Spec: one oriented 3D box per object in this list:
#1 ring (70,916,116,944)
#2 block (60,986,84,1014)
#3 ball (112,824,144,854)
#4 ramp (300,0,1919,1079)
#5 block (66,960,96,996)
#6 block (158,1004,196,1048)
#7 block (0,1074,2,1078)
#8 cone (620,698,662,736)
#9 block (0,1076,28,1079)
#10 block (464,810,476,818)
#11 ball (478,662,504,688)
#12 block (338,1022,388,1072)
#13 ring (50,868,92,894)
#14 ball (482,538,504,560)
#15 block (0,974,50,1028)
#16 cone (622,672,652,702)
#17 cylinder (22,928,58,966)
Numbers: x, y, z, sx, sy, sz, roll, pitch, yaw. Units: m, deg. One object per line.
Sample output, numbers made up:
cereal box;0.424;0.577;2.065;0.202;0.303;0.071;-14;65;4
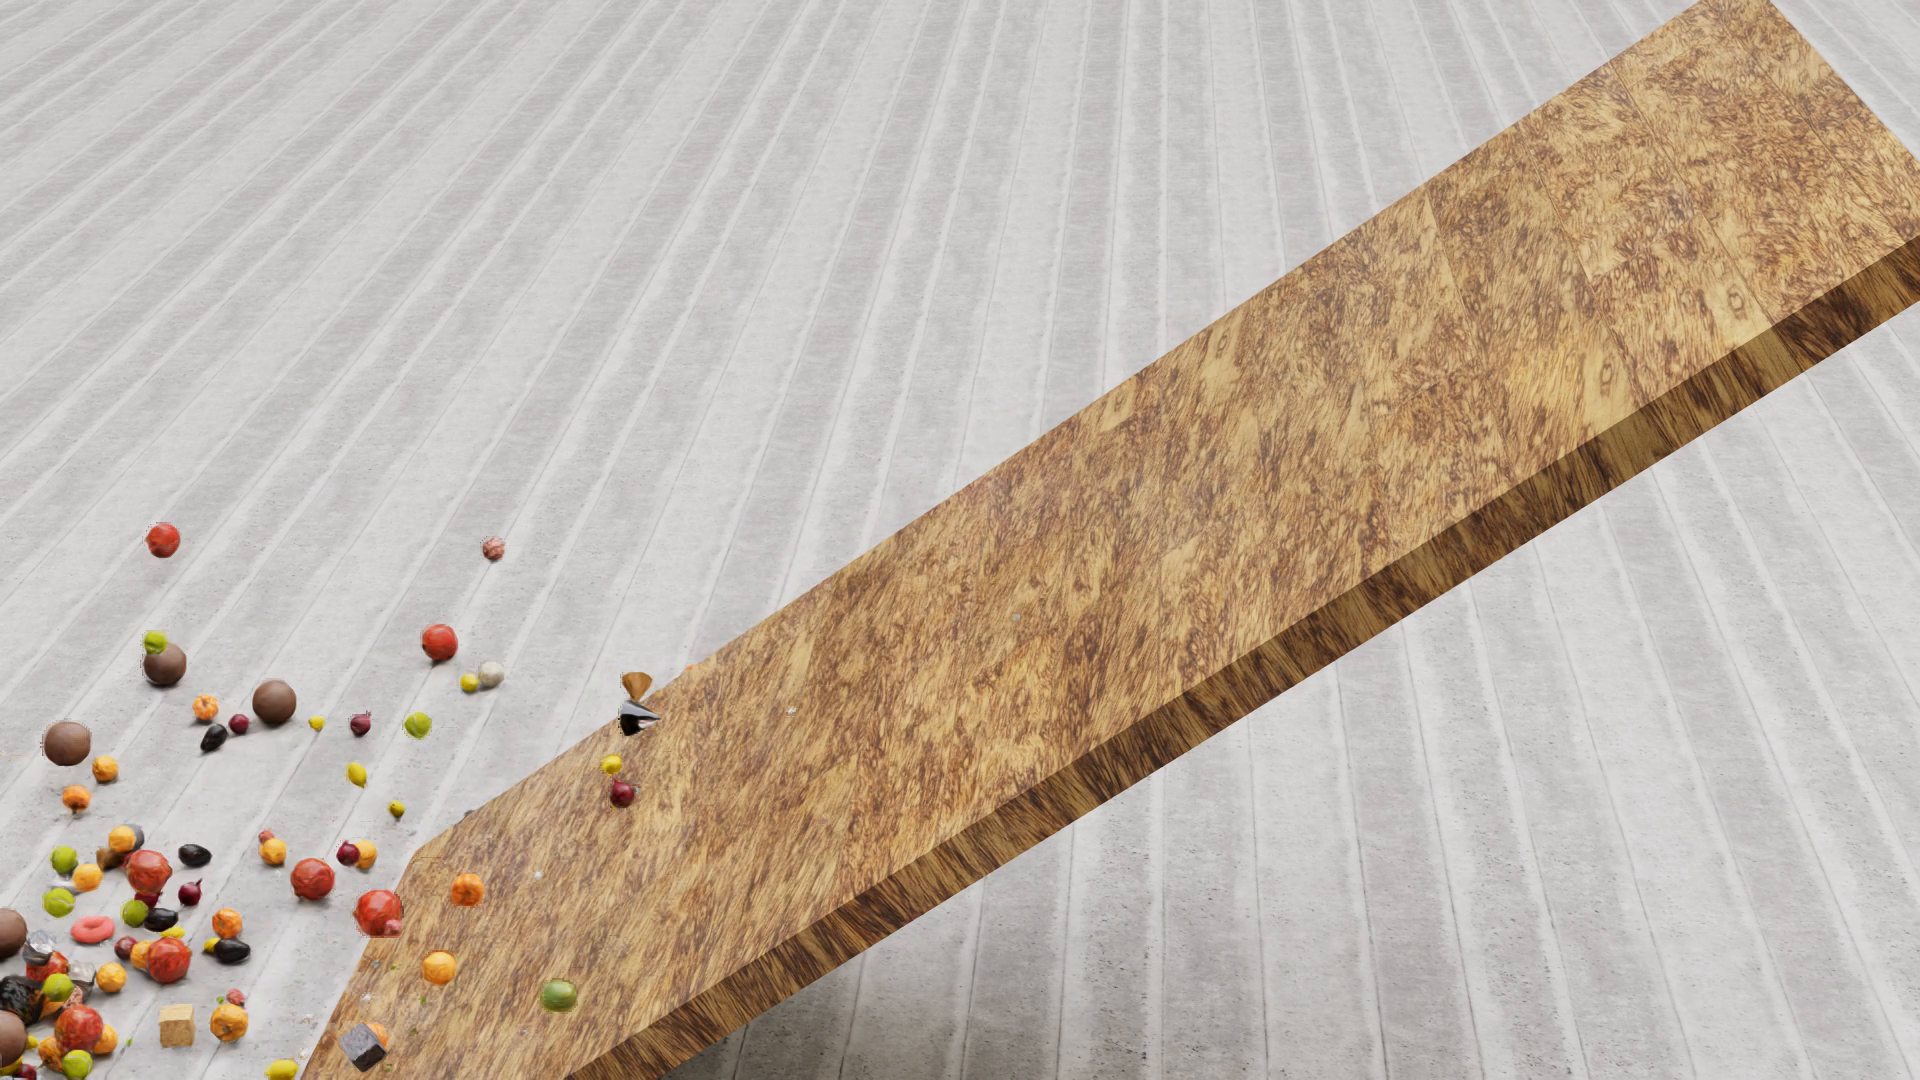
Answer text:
ring;-2.213;0.994;7.508;0.110;0.037;0.110;1;22;0
block;-2.160;1.117;7.153;0.050;0.050;0.050;-8;-19;-17
ball;-2.236;0.803;7.911;0.082;0.082;0.082;0;22;0
ramp;0.133;0.176;6.313;4.000;0.100;2.000;-33;16;16
block;-2.154;1.075;7.212;0.058;0.058;0.058;10;41;-10
block;-1.873;1.162;7.041;0.072;0.072;0.072;-3;22;-7
block;-2.285;1.233;6.833;0.096;0.096;0.096;-6;23;-14
cone;-0.779;0.442;7.307;0.095;0.095;0.095;0;20;21
block;-2.181;1.280;6.760;0.064;0.064;0.064;5;23;12
block;-1.289;0.771;7.926;0.081;0.081;0.081;-9;4;-6
ball;-1.419;0.407;8.908;0.076;0.076;0.076;0;22;0
block;-1.297;1.102;6.390;0.066;0.066;0.066;-36;57;-7
ring;-2.340;0.899;7.743;0.110;0.037;0.110;-1;22;1
ball;-1.561;0.031;9.843;0.075;0.075;0.075;0;22;0
block;-2.235;1.094;6.996;0.092;0.092;0.092;19;-3;-2
cone;-0.833;0.394;7.573;0.079;0.079;0.079;-1;47;-3
cylinder;-2.237;0.991;7.145;0.067;0.067;0.067;22;43;-22
